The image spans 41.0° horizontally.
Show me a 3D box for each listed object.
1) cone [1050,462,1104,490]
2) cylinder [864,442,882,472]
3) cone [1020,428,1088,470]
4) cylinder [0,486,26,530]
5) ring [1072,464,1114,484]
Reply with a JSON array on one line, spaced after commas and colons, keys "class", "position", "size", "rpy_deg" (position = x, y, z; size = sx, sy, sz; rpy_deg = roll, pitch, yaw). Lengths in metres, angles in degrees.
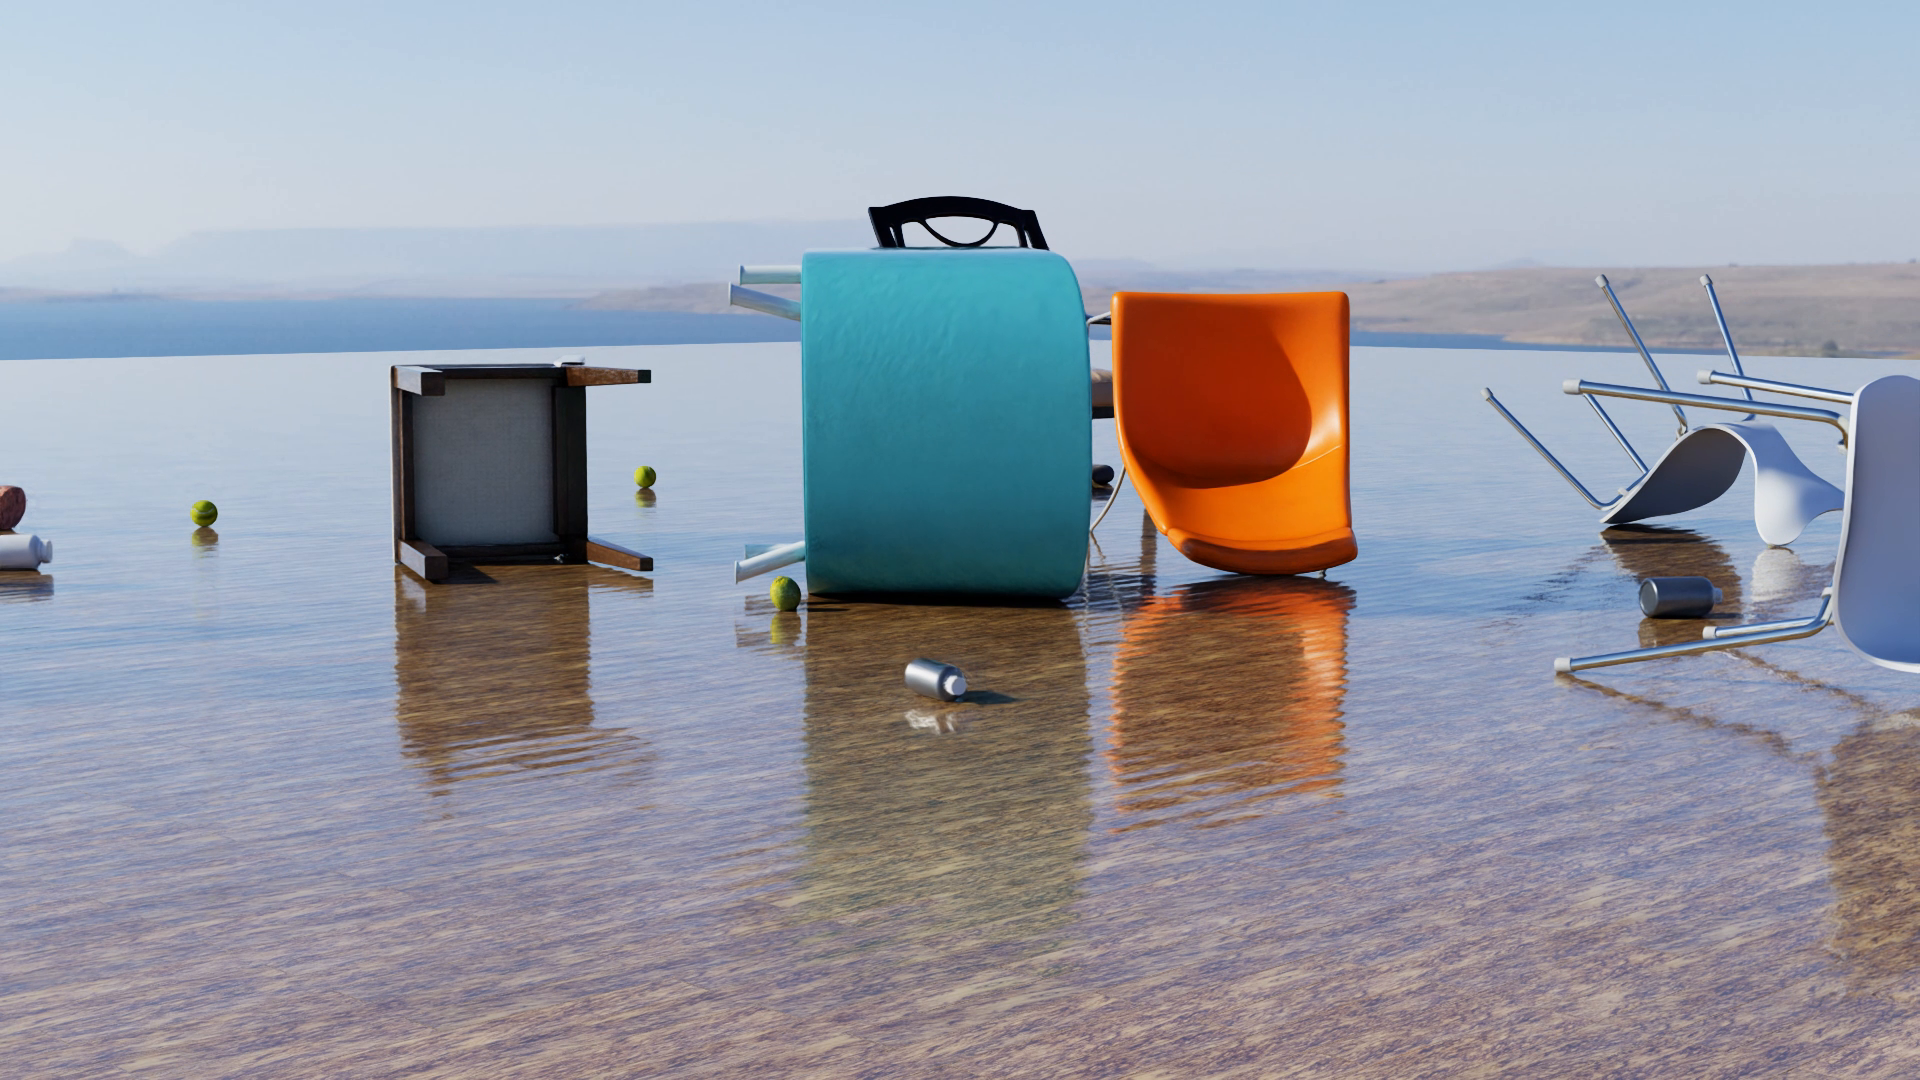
[{"class": "cone", "position": [0.378, -0.179, 7.932], "size": [0.169, 0.089, 0.128], "rpy_deg": [14, 10, -24]}, {"class": "cylinder", "position": [-0.295, -0.279, 8.657], "size": [0.044, 0.095, 0.081], "rpy_deg": [3, 7, 30]}, {"class": "cone", "position": [0.269, -0.283, 8.836], "size": [0.260, 0.132, 0.337], "rpy_deg": [-2, 16, 22]}, {"class": "cylinder", "position": [-2.527, -0.083, 6.684], "size": [0.117, 0.104, 0.167], "rpy_deg": [1, 22, 8]}, {"class": "ring", "position": [0.414, -0.209, 8.180], "size": [0.155, 0.055, 0.184], "rpy_deg": [1, 7, 17]}]
